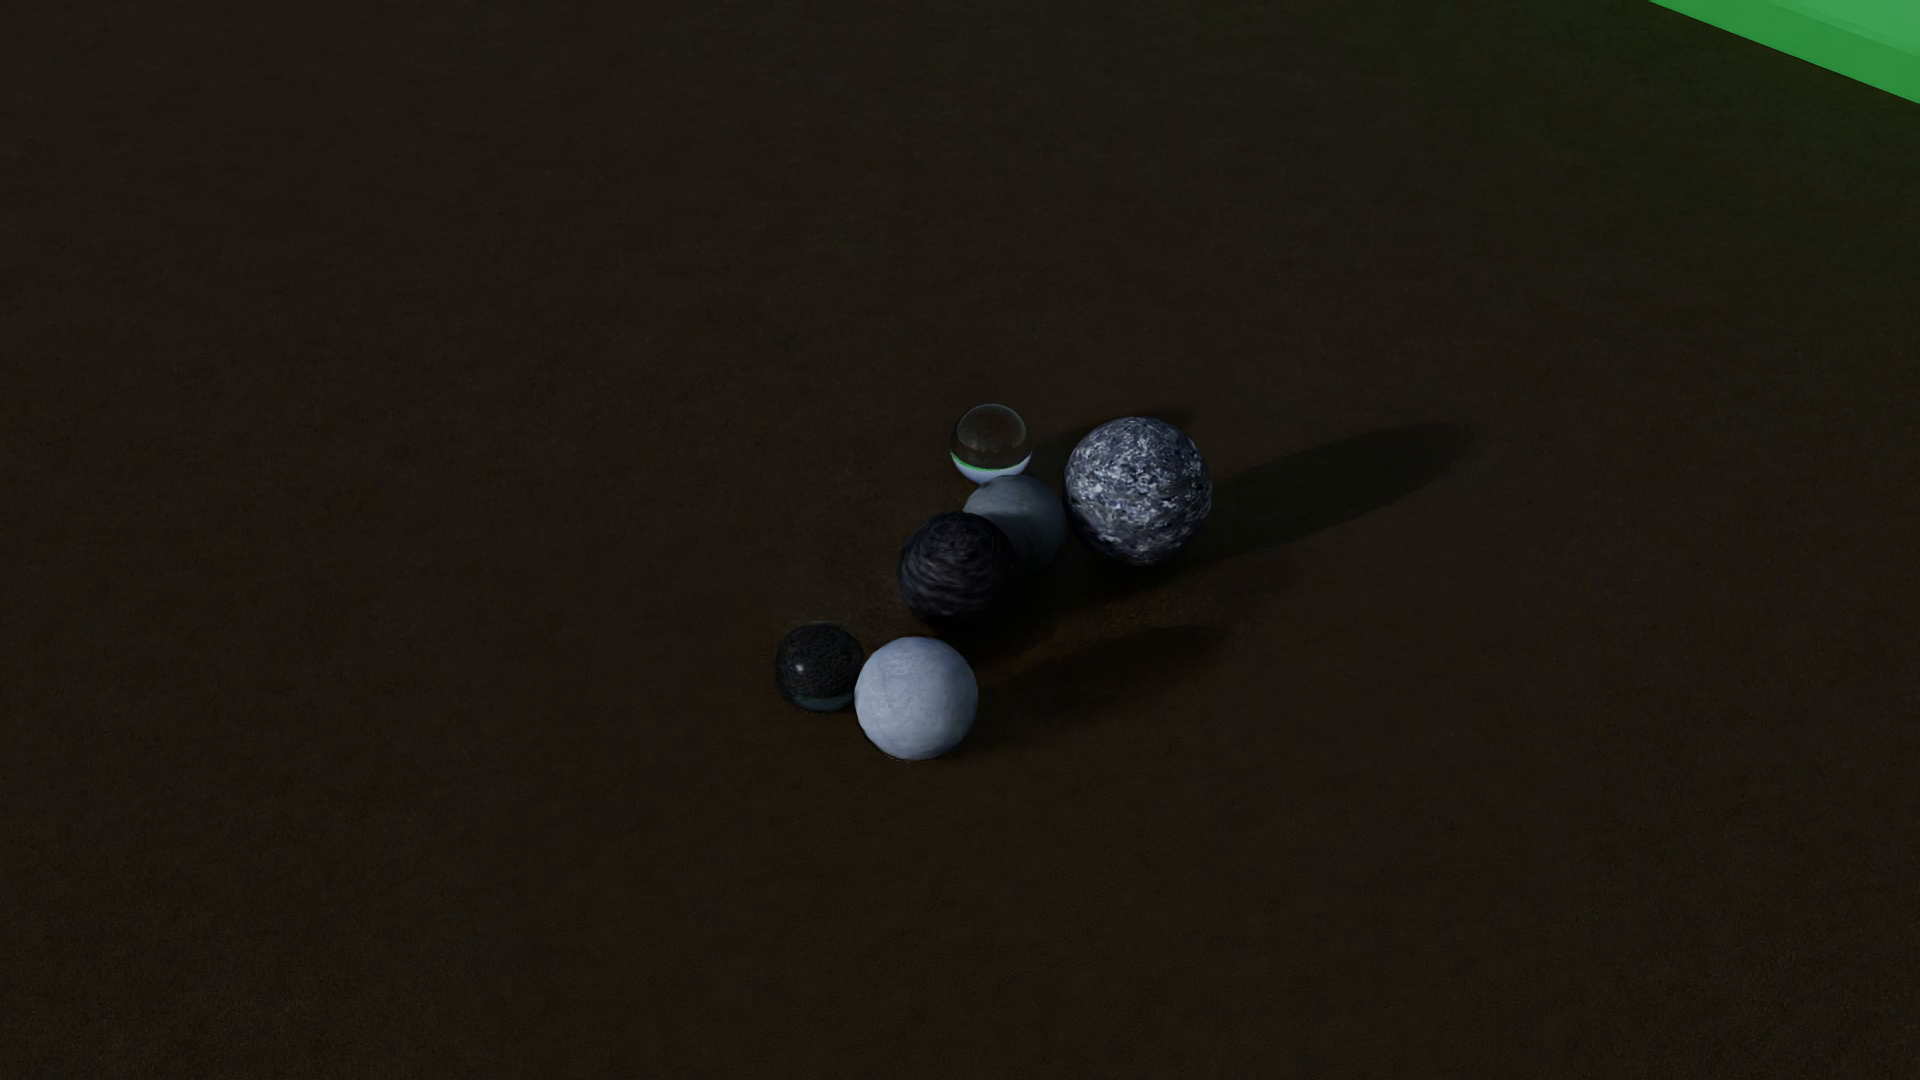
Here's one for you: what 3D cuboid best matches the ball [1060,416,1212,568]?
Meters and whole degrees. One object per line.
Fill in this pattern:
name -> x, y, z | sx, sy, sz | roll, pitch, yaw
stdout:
ball -> 0.116, -0.031, 1.928 | 0.099, 0.099, 0.099 | 0, 28, 0

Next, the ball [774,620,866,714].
ball -> -0.084, 0.077, 1.771 | 0.056, 0.056, 0.056 | 0, 28, 0

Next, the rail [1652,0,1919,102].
rail -> 0.507, -0.749, 3.248 | 0.045, 0.129, 4.256 | -16, 32, -27

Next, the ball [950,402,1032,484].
ball -> 0.022, -0.066, 2.038 | 0.058, 0.058, 0.058 | 0, 28, 0

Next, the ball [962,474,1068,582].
ball -> 0.035, -0.007, 1.913 | 0.071, 0.071, 0.071 | 0, 28, 0

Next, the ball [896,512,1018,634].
ball -> -0.002, 0.020, 1.855 | 0.077, 0.077, 0.077 | 0, 28, 0

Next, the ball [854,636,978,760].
ball -> -0.025, 0.092, 1.719 | 0.073, 0.073, 0.073 | 0, 28, 0
